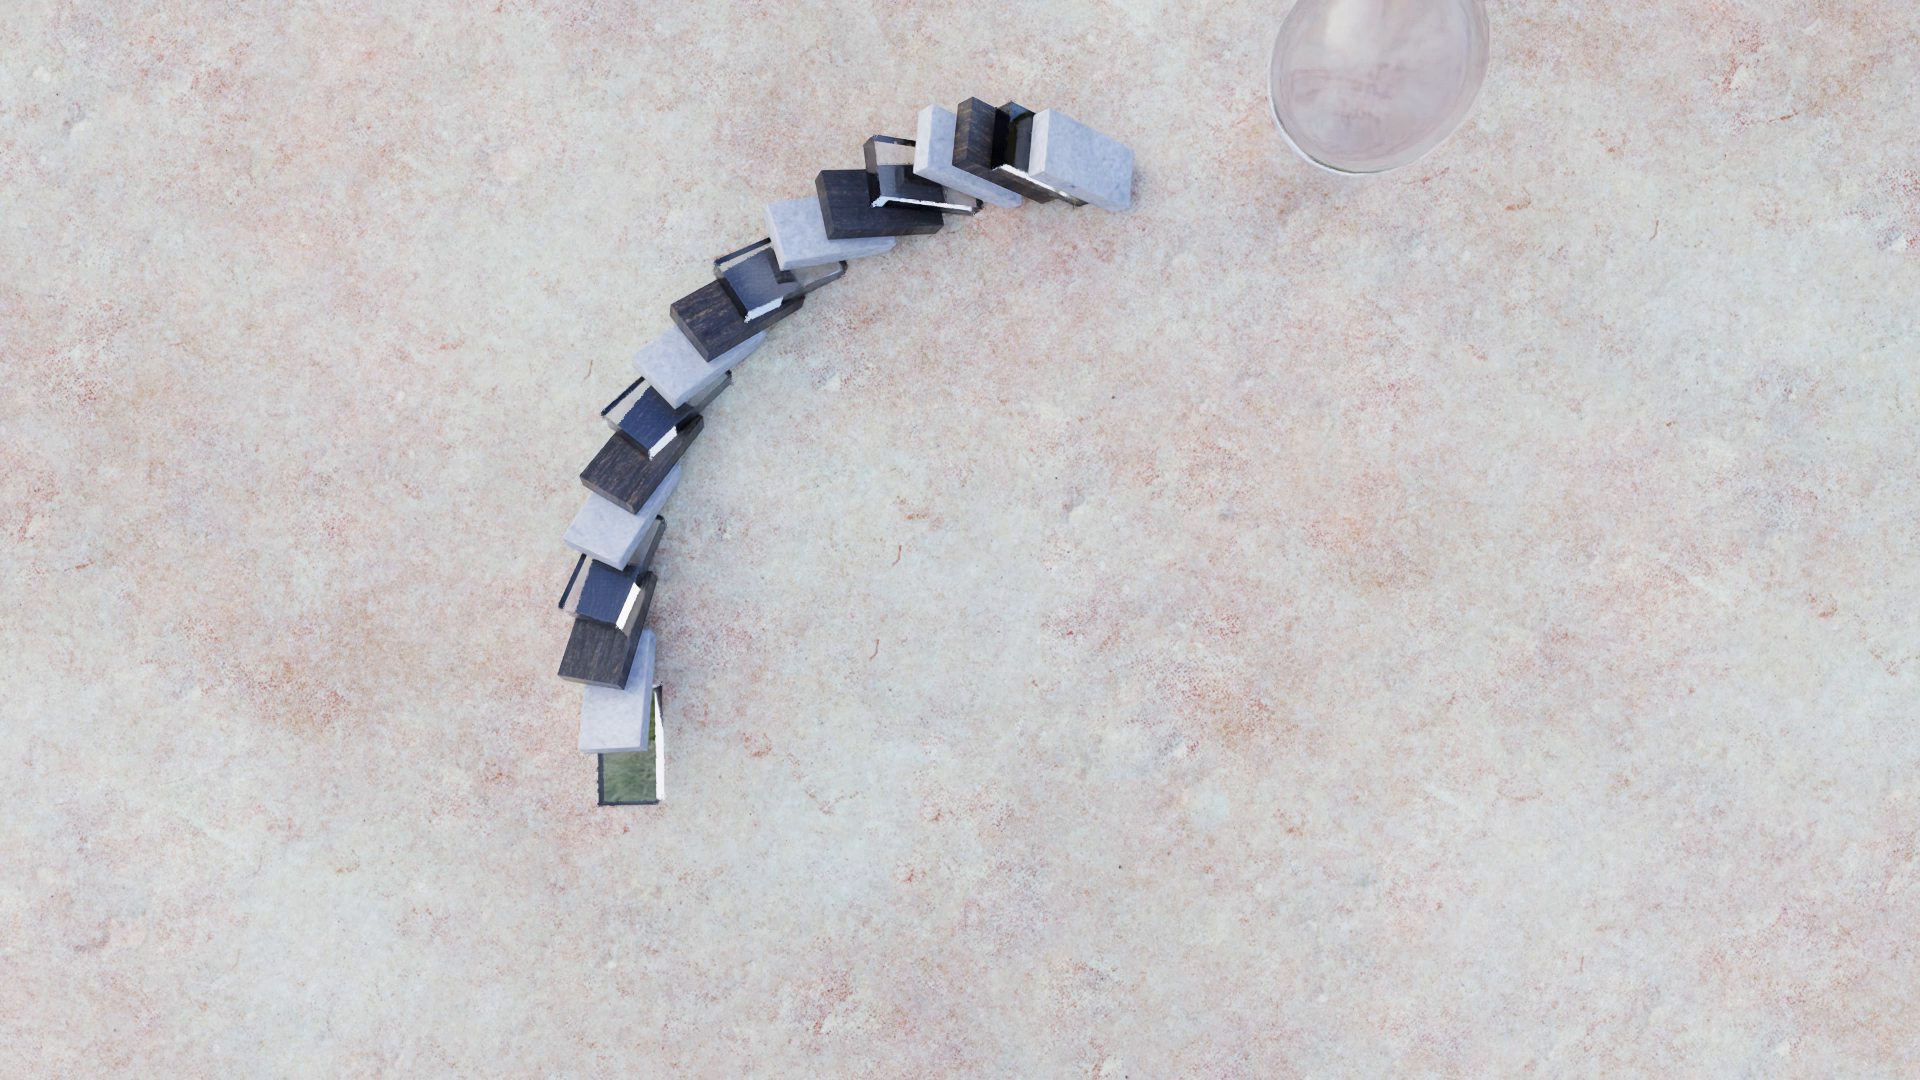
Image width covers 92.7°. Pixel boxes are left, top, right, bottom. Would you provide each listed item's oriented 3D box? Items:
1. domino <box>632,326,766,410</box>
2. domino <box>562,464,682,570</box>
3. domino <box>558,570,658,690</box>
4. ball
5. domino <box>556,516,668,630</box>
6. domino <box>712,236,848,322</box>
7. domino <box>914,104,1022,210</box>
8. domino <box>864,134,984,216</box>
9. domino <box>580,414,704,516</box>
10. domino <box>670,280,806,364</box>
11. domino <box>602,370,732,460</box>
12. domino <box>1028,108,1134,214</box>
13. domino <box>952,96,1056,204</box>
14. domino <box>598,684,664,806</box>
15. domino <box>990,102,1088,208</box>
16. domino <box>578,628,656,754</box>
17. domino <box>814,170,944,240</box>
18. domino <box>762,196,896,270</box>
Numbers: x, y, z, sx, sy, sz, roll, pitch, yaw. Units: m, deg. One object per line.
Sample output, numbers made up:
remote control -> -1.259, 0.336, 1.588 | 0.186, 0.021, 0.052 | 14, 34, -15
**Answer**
domino -> -0.109, -0.080, 0.385 | 0.025, 0.010, 0.050 | 45, 65, 0
domino -> -0.141, -0.015, 0.386 | 0.025, 0.010, 0.050 | 25, 66, 0
domino -> -0.148, 0.036, 0.386 | 0.025, 0.010, 0.050 | 9, 67, 0
ball -> 0.163, -0.186, 0.360 | 0.080, 0.080, 0.080 | 0, 90, 0
domino -> -0.146, 0.010, 0.386 | 0.025, 0.009, 0.050 | 16, 67, 0
domino -> -0.075, -0.114, 0.385 | 0.050, 0.010, 0.025 | -33, 90, -25
domino -> 0.005, -0.158, 0.381 | 0.050, 0.009, 0.025 | 5, 90, -38
domino -> -0.015, -0.152, 0.383 | 0.050, 0.010, 0.025 | -7, 90, -33
domino -> -0.133, -0.038, 0.385 | 0.025, 0.009, 0.050 | 30, 65, 0
domino -> -0.093, -0.098, 0.385 | 0.050, 0.010, 0.025 | -38, 90, -25
domino -> -0.123, -0.060, 0.385 | 0.025, 0.009, 0.050 | 39, 65, 0
domino -> 0.051, -0.157, 0.381 | 0.050, 0.010, 0.025 | 5, 90, -38
domino -> 0.020, -0.161, 0.381 | 0.050, 0.010, 0.025 | 6, 89, -38
domino -> -0.142, 0.088, 0.395 | 0.025, 0.010, 0.050 | -1, 90, 0
domino -> 0.036, -0.159, 0.381 | 0.050, 0.010, 0.025 | 5, 90, -38
domino -> -0.143, 0.063, 0.385 | 0.025, 0.010, 0.050 | -3, 66, -1
domino -> -0.033, -0.141, 0.385 | 0.050, 0.010, 0.025 | -12, 90, -26
domino -> -0.055, -0.131, 0.385 | 0.050, 0.010, 0.025 | -18, 90, -24
